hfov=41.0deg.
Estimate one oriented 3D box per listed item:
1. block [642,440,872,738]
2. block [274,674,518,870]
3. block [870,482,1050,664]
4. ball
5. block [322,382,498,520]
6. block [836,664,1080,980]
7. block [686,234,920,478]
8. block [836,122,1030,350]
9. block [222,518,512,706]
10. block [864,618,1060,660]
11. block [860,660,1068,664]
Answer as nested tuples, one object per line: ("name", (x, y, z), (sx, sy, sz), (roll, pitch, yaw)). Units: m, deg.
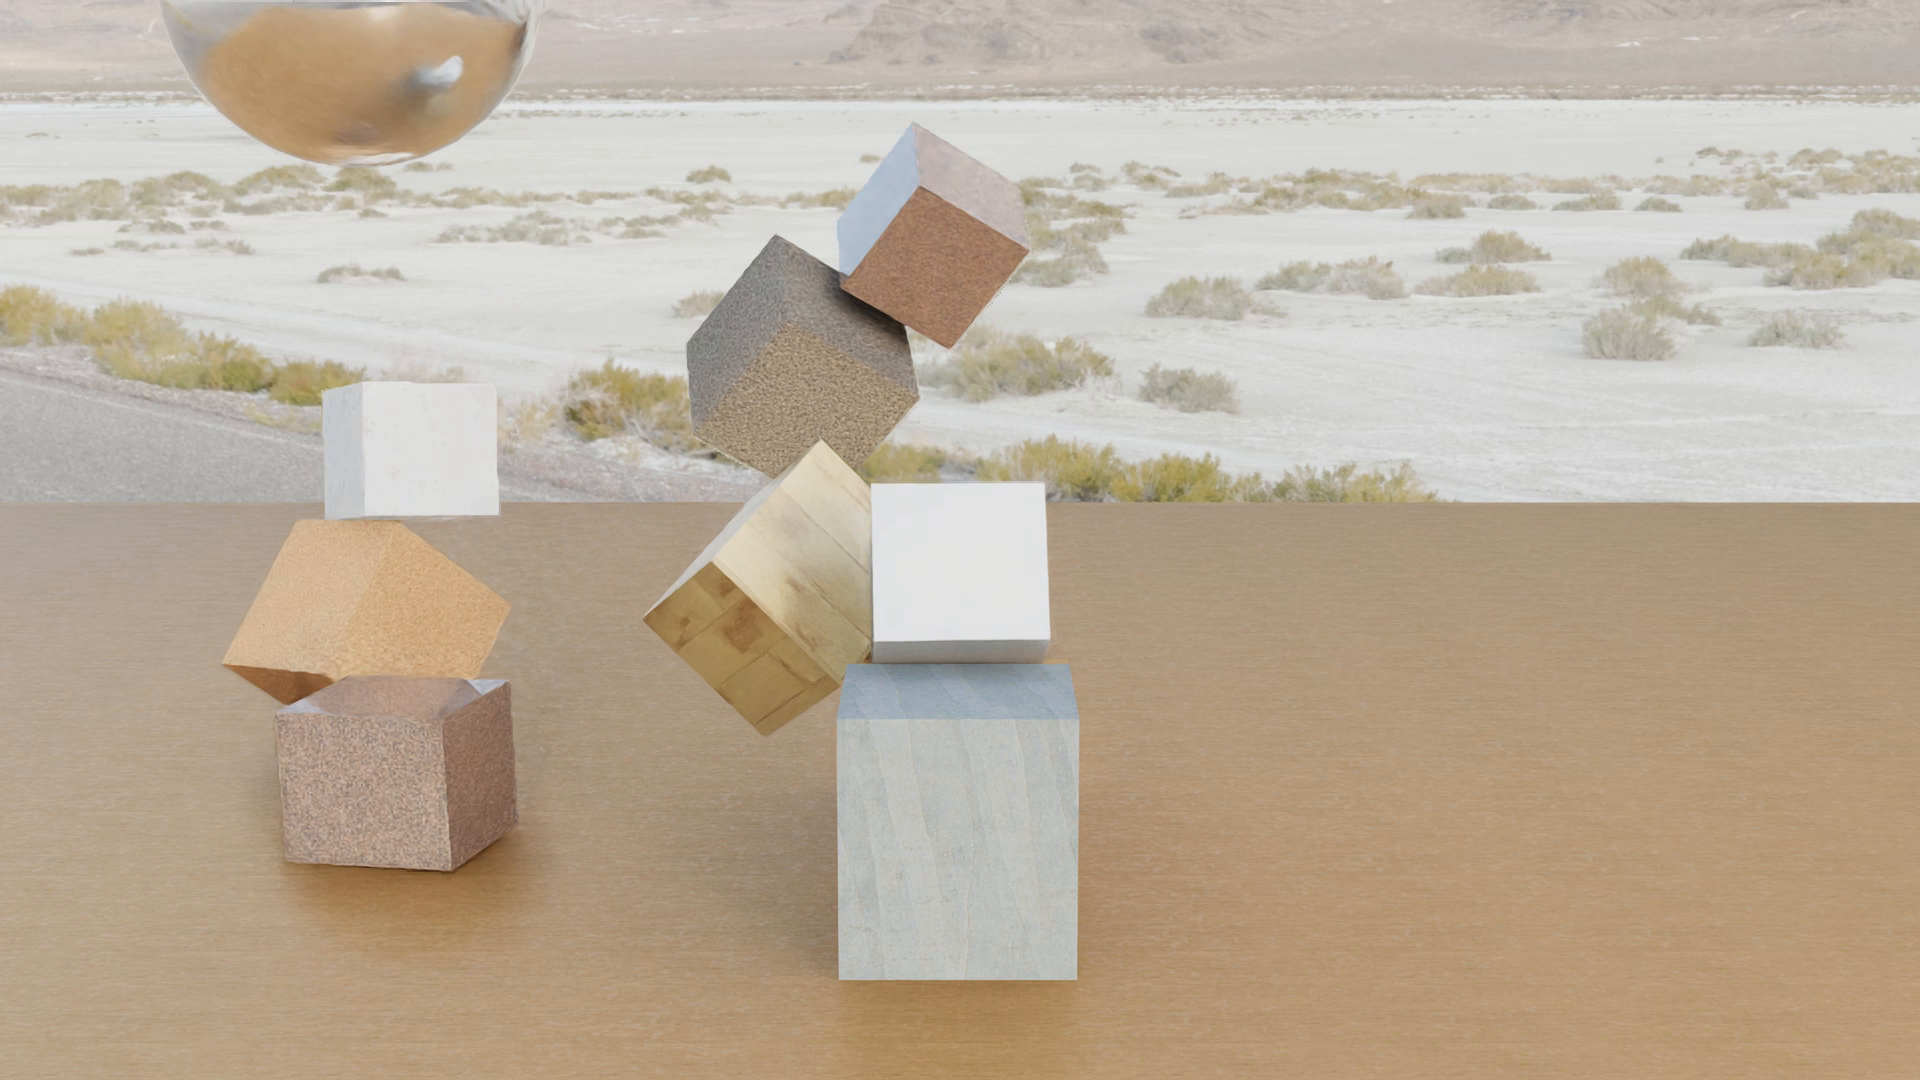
("block", (-0.773, 0.232, 11.864), (0.882, 0.801, 0.794), (-51, 9, -36))
("block", (-2.565, 1.052, 11.748), (0.811, 0.695, 0.718), (1, 11, 15))
("block", (-0.016, 0.196, 10.982), (0.725, 0.681, 0.718), (-1, -18, -3))
("ball", (-2.543, -2.365, 10.750), (1.600, 1.600, 1.600), (0, 10, 0))
("block", (-2.838, -0.451, 13.240), (0.696, 0.669, 0.681), (-1, -1, -30))
("block", (-0.008, 1.124, 10.439), (0.935, 1.053, 0.944), (0, 10, 0))
("block", (-0.810, -0.860, 13.003), (0.812, 0.794, 0.838), (29, 27, -27))
("block", (-0.144, -1.533, 12.931), (0.664, 0.689, 0.666), (28, 30, -23))
("block", (-3.066, 0.488, 13.296), (0.877, 0.868, 0.846), (2, -29, 41))
("block", (-0.017, 0.893, 12.274), (0.959, 0.852, 0.980), (0, 10, 0))
("block", (0.004, 1.050, 11.353), (0.966, 0.873, 0.862), (0, 10, 0))
